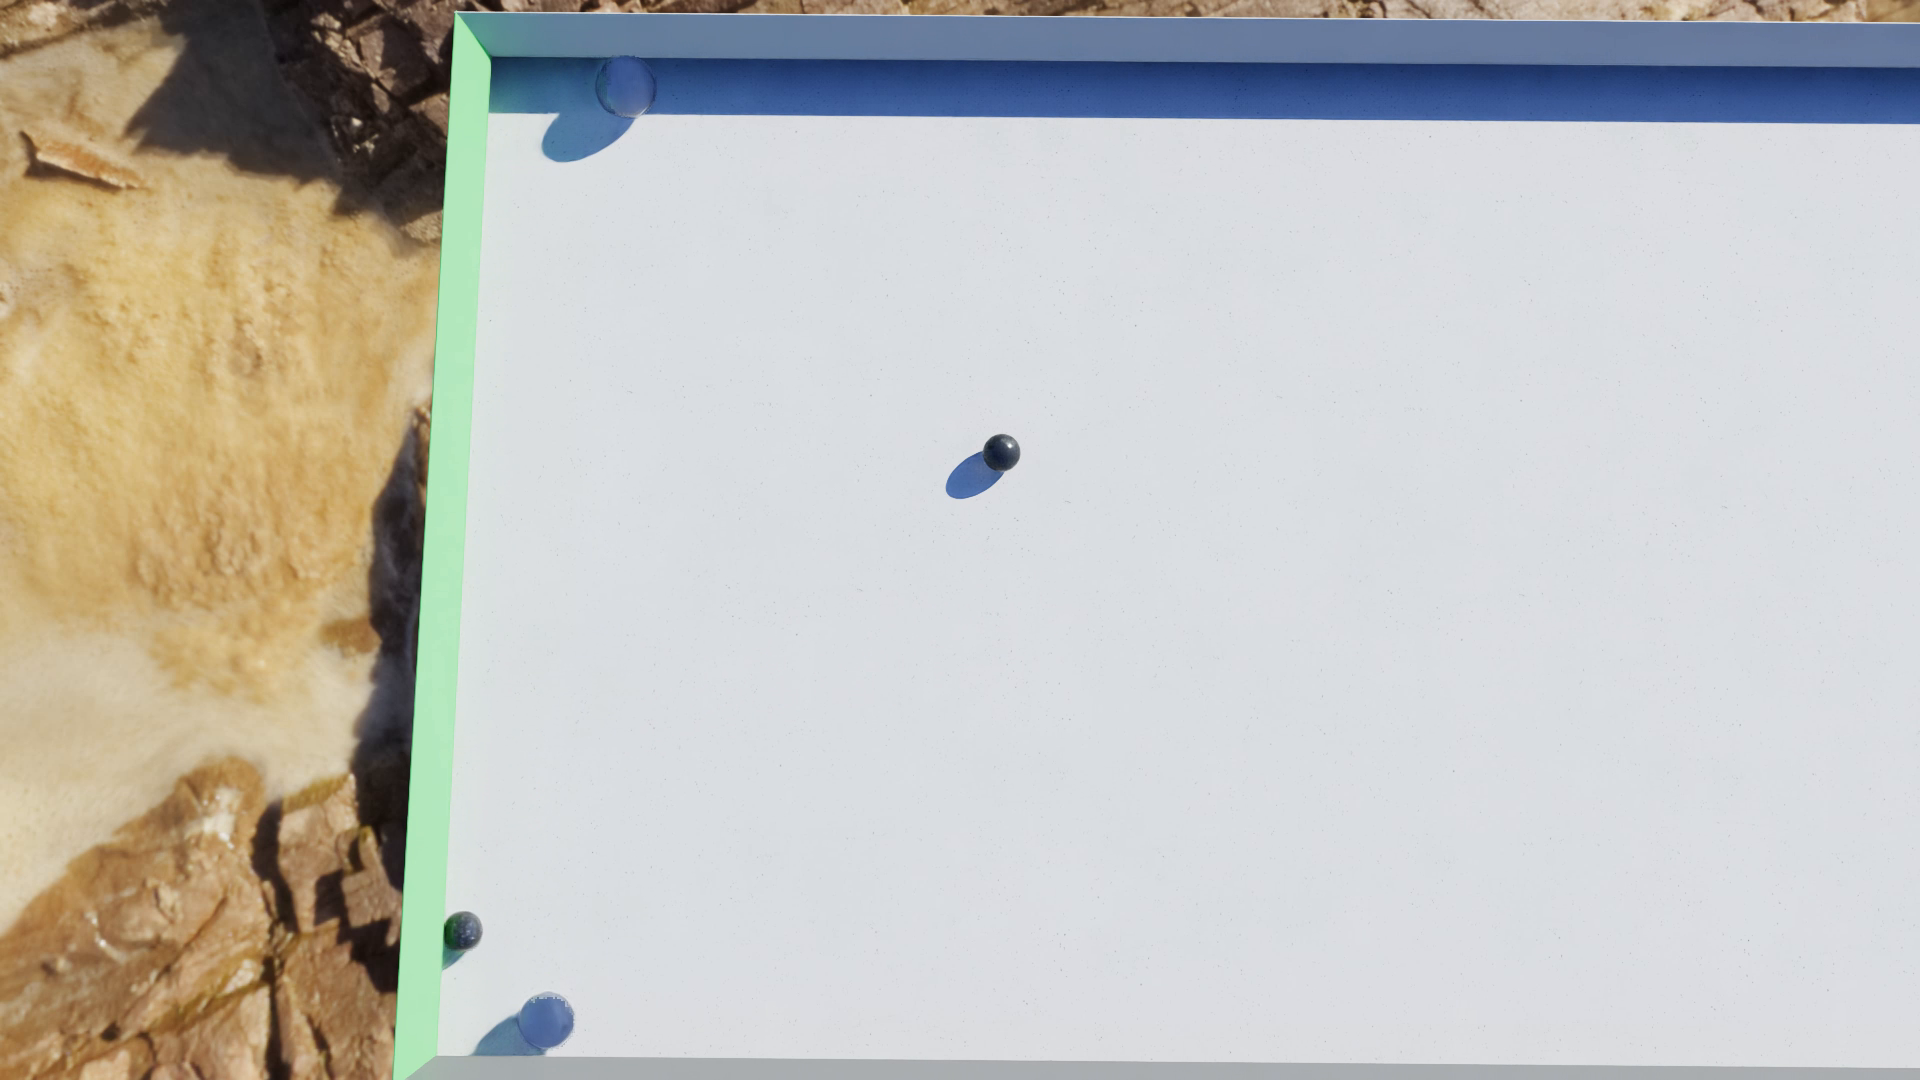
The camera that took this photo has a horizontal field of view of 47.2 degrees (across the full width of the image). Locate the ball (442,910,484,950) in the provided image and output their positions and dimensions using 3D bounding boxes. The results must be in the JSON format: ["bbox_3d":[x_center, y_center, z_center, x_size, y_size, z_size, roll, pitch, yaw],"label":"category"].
[{"bbox_3d":[-0.721,0.567,3.191,0.058,0.058,0.058,0,78,0],"label":"ball"}]

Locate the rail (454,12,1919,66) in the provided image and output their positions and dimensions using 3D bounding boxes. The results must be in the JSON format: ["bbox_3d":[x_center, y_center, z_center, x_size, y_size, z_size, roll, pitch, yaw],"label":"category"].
[{"bbox_3d":[0.790,-0.765,3.432,3.136,0.121,0.045,0,78,0],"label":"rail"}]

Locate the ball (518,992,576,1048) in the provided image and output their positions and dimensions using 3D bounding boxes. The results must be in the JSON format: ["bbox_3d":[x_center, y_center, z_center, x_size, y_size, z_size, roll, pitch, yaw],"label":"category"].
[{"bbox_3d":[-0.593,0.689,3.155,0.080,0.080,0.080,0,78,0],"label":"ball"}]

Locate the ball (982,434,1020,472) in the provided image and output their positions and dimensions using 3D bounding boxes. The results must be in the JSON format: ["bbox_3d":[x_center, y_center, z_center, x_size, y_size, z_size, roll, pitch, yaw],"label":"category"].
[{"bbox_3d":[0.063,-0.132,3.335,0.058,0.058,0.058,0,78,0],"label":"ball"}]

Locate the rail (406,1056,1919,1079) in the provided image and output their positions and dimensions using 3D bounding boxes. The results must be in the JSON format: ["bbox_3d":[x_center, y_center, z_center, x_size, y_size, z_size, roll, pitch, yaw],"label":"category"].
[{"bbox_3d":[0.777,0.766,3.117,3.136,0.121,0.045,0,78,0],"label":"rail"}]

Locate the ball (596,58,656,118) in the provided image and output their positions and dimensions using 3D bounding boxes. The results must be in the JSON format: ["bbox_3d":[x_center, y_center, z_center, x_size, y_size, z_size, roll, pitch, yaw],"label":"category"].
[{"bbox_3d":[-0.522,-0.707,3.435,0.093,0.093,0.093,0,78,0],"label":"ball"}]

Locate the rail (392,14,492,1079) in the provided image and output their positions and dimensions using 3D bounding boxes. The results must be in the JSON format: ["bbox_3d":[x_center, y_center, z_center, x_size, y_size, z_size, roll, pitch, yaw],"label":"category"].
[{"bbox_3d":[-0.760,-0.012,3.277,0.045,0.121,1.611,0,78,0],"label":"rail"}]
